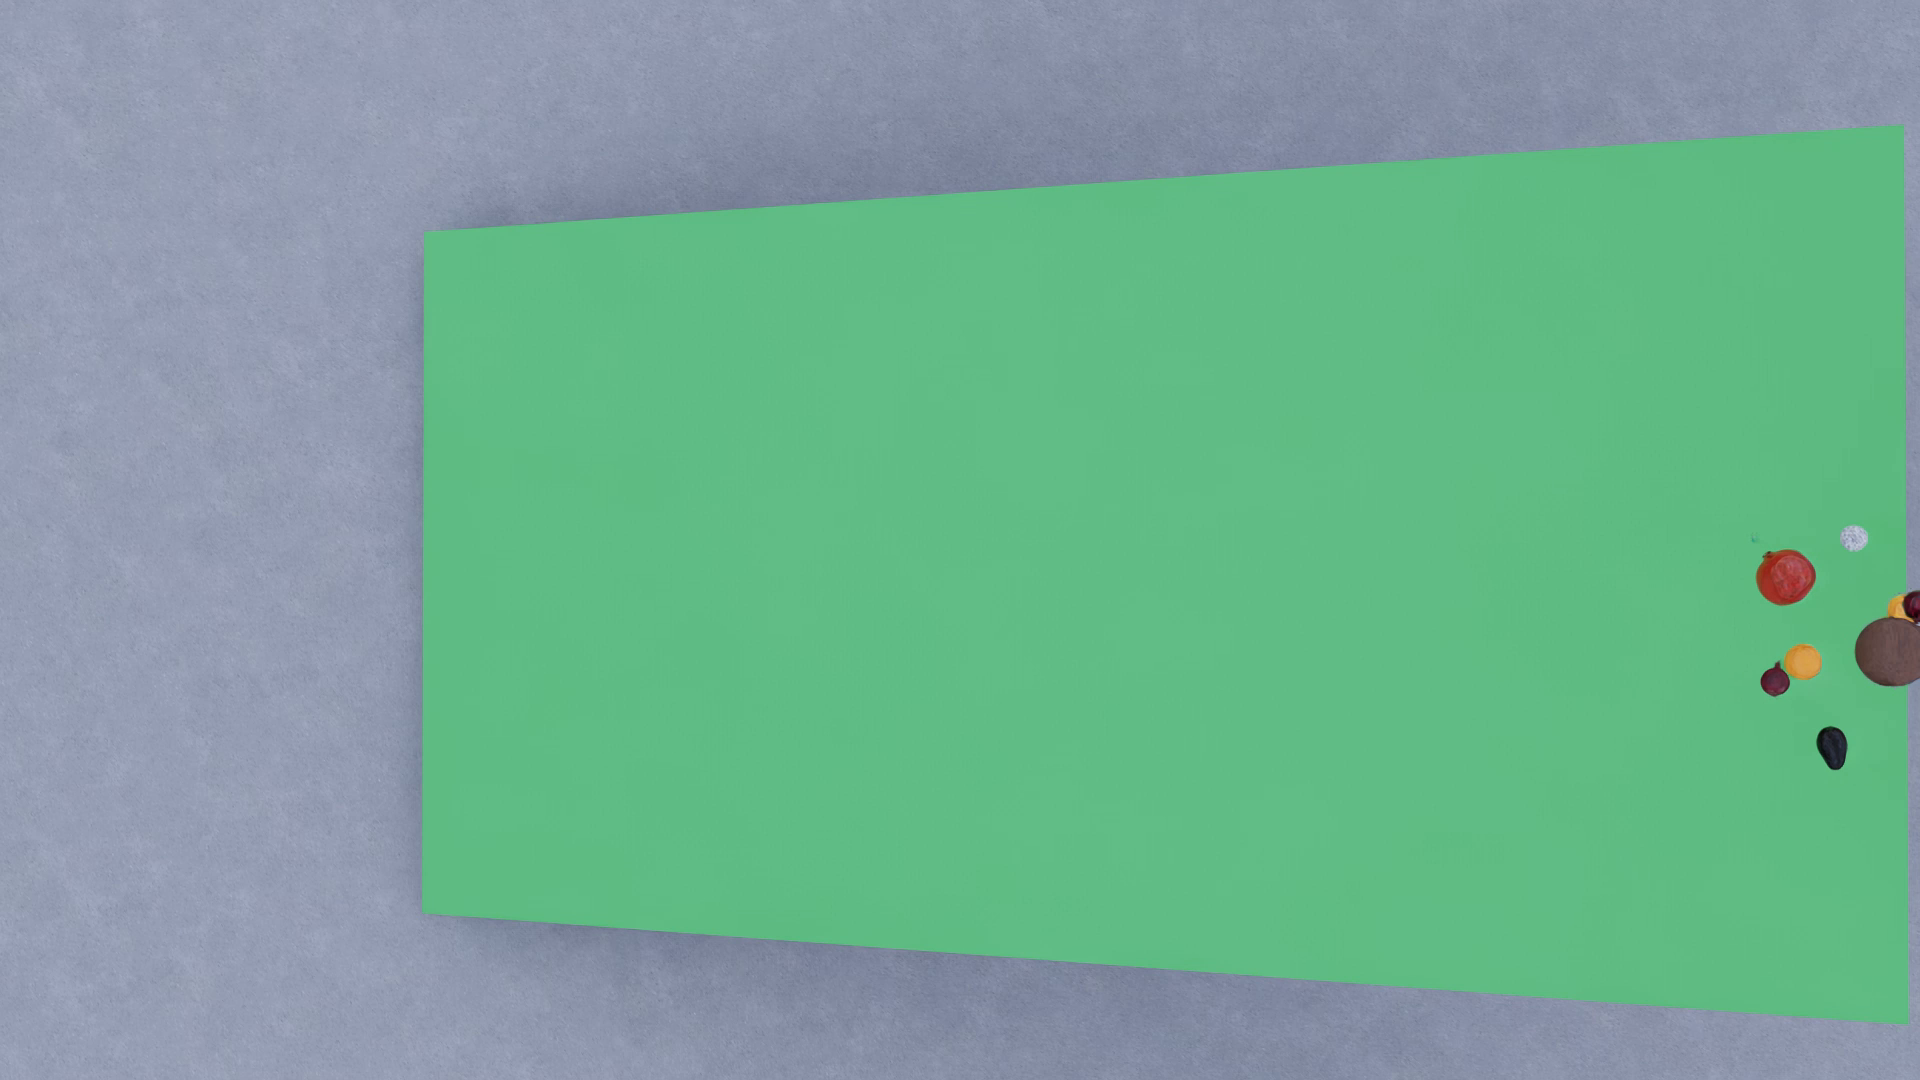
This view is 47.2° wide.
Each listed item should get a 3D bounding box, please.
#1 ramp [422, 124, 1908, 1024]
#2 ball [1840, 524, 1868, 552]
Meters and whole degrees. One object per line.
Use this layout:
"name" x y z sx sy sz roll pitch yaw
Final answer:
"ramp" 0.283 0.085 5.717 4.000 0.100 2.000 0 89 23
"ball" 1.932 -0.004 4.753 0.057 0.057 0.057 0 89 0
